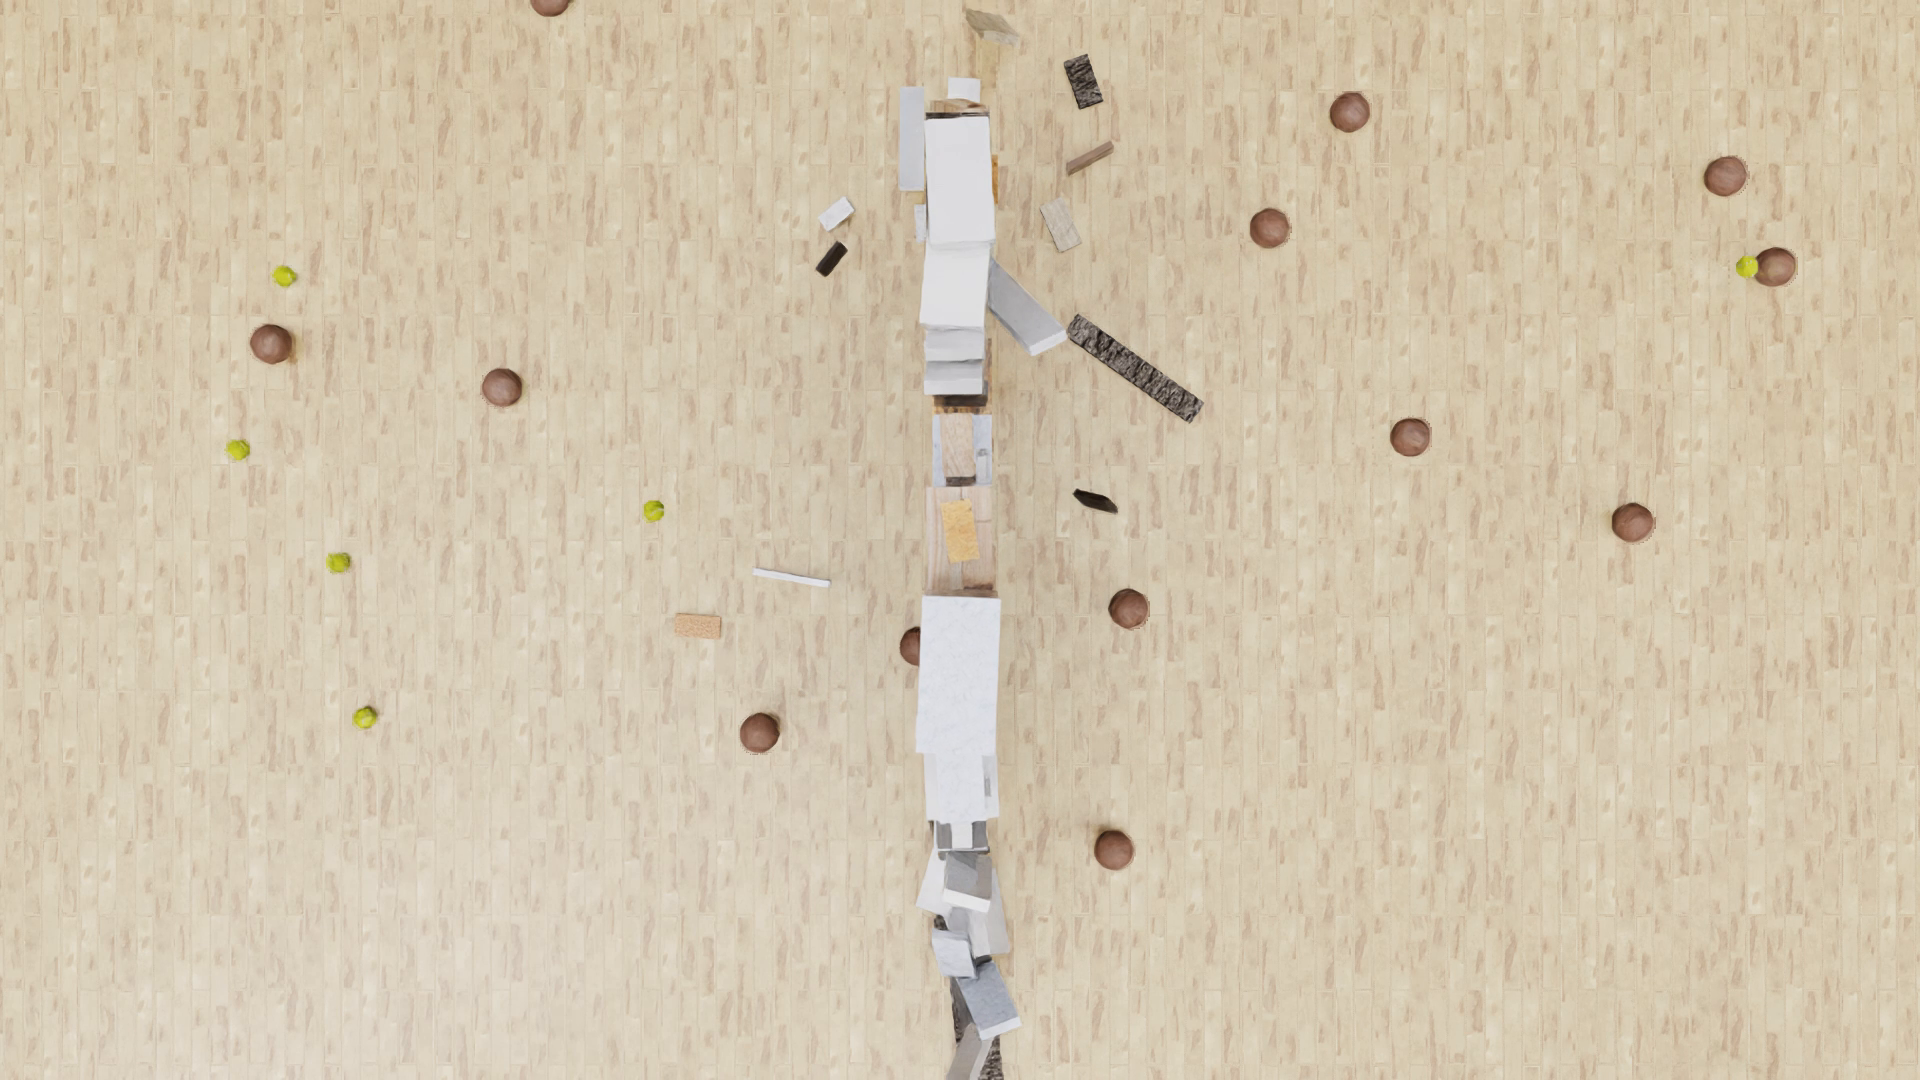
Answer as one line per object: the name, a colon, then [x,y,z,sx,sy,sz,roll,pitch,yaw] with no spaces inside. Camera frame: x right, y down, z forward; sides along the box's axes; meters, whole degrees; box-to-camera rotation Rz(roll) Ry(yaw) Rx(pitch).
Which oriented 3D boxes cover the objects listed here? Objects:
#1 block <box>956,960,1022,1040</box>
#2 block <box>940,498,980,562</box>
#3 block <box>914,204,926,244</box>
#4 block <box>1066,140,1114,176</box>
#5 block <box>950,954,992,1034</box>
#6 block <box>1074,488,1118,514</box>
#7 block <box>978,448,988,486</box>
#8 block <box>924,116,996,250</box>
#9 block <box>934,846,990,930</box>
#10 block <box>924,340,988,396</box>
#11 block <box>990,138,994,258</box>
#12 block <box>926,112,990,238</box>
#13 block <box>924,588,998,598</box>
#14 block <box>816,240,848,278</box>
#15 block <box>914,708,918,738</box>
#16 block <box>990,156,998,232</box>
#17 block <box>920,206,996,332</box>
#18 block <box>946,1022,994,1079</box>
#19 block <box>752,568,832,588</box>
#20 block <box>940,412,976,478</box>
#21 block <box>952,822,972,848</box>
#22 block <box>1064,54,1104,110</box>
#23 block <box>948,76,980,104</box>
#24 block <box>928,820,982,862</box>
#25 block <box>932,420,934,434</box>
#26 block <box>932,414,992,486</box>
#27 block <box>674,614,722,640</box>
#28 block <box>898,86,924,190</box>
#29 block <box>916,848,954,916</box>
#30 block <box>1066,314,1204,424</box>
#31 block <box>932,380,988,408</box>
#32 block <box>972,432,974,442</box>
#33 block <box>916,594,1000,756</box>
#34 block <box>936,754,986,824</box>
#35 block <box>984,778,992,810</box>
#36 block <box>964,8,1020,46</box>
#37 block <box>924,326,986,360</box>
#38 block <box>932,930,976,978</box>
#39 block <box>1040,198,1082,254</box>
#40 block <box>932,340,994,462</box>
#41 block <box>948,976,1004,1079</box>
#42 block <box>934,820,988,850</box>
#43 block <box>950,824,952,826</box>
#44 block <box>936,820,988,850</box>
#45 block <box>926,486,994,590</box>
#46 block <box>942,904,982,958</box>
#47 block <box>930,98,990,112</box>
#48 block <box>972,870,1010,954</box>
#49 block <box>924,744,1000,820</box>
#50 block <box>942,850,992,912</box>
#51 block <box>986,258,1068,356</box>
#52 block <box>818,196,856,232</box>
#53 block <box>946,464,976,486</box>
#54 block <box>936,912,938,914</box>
block: [0.089,1.469,5.271,0.135,0.286,0.038,-19,117,-7]
block: [0.000,-0.023,4.012,0.073,0.021,0.147,-9,93,0]
block: [-0.020,-0.908,4.716,0.214,0.030,0.107,-4,90,-5]
block: [0.430,-1.263,5.459,0.164,0.082,0.023,-28,87,0]
block: [0.046,1.463,5.425,0.144,0.041,0.289,-12,89,-6]
block: [0.444,-0.127,5.396,0.073,0.147,0.021,44,72,-39]
block: [0.058,-0.188,4.221,0.021,0.147,0.073,-4,101,3]
block: [-0.001,-0.916,4.229,0.165,0.047,0.330,-3,81,1]
block: [0.005,1.146,5.438,0.144,0.041,0.289,8,89,0]
block: [-0.010,-0.474,4.355,0.149,0.297,0.042,-1,123,5]
block: [0.006,-0.983,4.780,0.177,0.050,0.355,0,91,0]
block: [-0.004,-0.945,4.328,0.165,0.047,0.341,0,99,5]
block: [0.003,0.158,3.852,0.173,0.357,0.049,1,94,0]
block: [-0.426,-0.930,5.470,0.017,0.059,0.118,38,90,27]
block: [-0.011,0.390,3.845,0.173,0.346,0.049,3,101,0]
block: [0.046,-0.978,4.692,0.118,0.033,0.236,3,84,-5]
block: [-0.006,-0.713,4.272,0.165,0.047,0.330,4,85,7]
block: [0.006,1.648,5.053,0.115,0.554,0.033,-33,99,25]
block: [-0.556,0.125,5.462,0.254,0.076,0.021,10,90,0]
block: [-0.007,-0.242,4.216,0.081,0.023,0.162,-4,89,0]
block: [0.005,0.777,4.404,0.053,0.015,0.105,-2,117,0]
block: [0.410,-1.525,5.488,0.082,0.023,0.164,-20,90,0]
block: [0.009,-1.426,5.485,0.106,0.030,0.212,4,90,0]
block: [-0.020,0.941,5.306,0.133,0.373,0.038,2,103,-8]
block: [0.003,-0.302,4.589,0.155,0.311,0.044,0,91,0]
block: [0.005,-0.179,4.411,0.155,0.044,0.310,0,90,0]
block: [-0.873,0.288,5.489,0.151,0.021,0.076,5,90,0]
block: [-0.158,-1.317,5.402,0.082,0.023,0.406,-1,65,0]
block: [-0.055,1.084,5.316,0.115,0.033,0.230,16,90,2]
block: [0.579,-0.570,5.488,0.517,0.024,0.083,35,90,0]
block: [0.001,-0.407,4.596,0.148,0.297,0.042,-1,89,0]
block: [-0.007,-0.276,4.309,0.081,0.162,0.023,-3,71,0]
block: [-0.003,0.298,3.647,0.173,0.049,0.346,2,90,0]
block: [0.001,0.541,3.792,0.106,0.030,0.212,-4,90,0]
block: [0.019,0.598,3.913,0.106,0.212,0.030,2,93,0]
block: [0.102,-1.652,5.317,0.118,0.236,0.033,5,121,-19]
block: [-0.010,-0.603,4.353,0.153,0.043,0.307,-2,53,4]
block: [-0.019,1.325,5.281,0.115,0.229,0.033,1,46,11]
block: [0.336,-1.047,5.488,0.083,0.024,0.167,-24,90,0]
block: [0.005,-0.401,4.769,0.175,0.050,0.350,-1,90,0]
block: [0.053,1.611,5.471,0.144,0.041,1.008,-6,89,0]
block: [0.000,0.746,4.802,0.154,0.044,0.308,-1,90,0]
block: [0.000,0.729,4.398,0.053,0.015,0.105,-4,126,0]
block: [0.002,0.694,4.454,0.135,0.038,0.270,-2,90,0]
block: [0.000,0.026,4.047,0.158,0.045,0.316,-1,93,0]
block: [0.018,1.221,5.358,0.135,0.038,0.271,-20,93,1]
block: [0.000,-1.276,4.883,0.106,0.212,0.030,-10,114,-21]
block: [0.089,1.185,5.265,0.038,0.133,0.266,-20,69,25]
block: [0.000,0.503,4.044,0.177,0.050,0.354,-3,90,0]
block: [0.022,0.973,4.745,0.133,0.266,0.038,16,106,-2]
block: [0.120,-0.668,4.531,0.107,0.563,0.030,-27,131,-9]
block: [-0.409,-1.081,5.471,0.118,0.017,0.059,-35,88,20]
block: [0.002,-0.169,4.308,0.081,0.162,0.023,-3,80,0]
block: [-0.014,1.083,5.400,0.135,0.038,0.271,-1,89,0]
